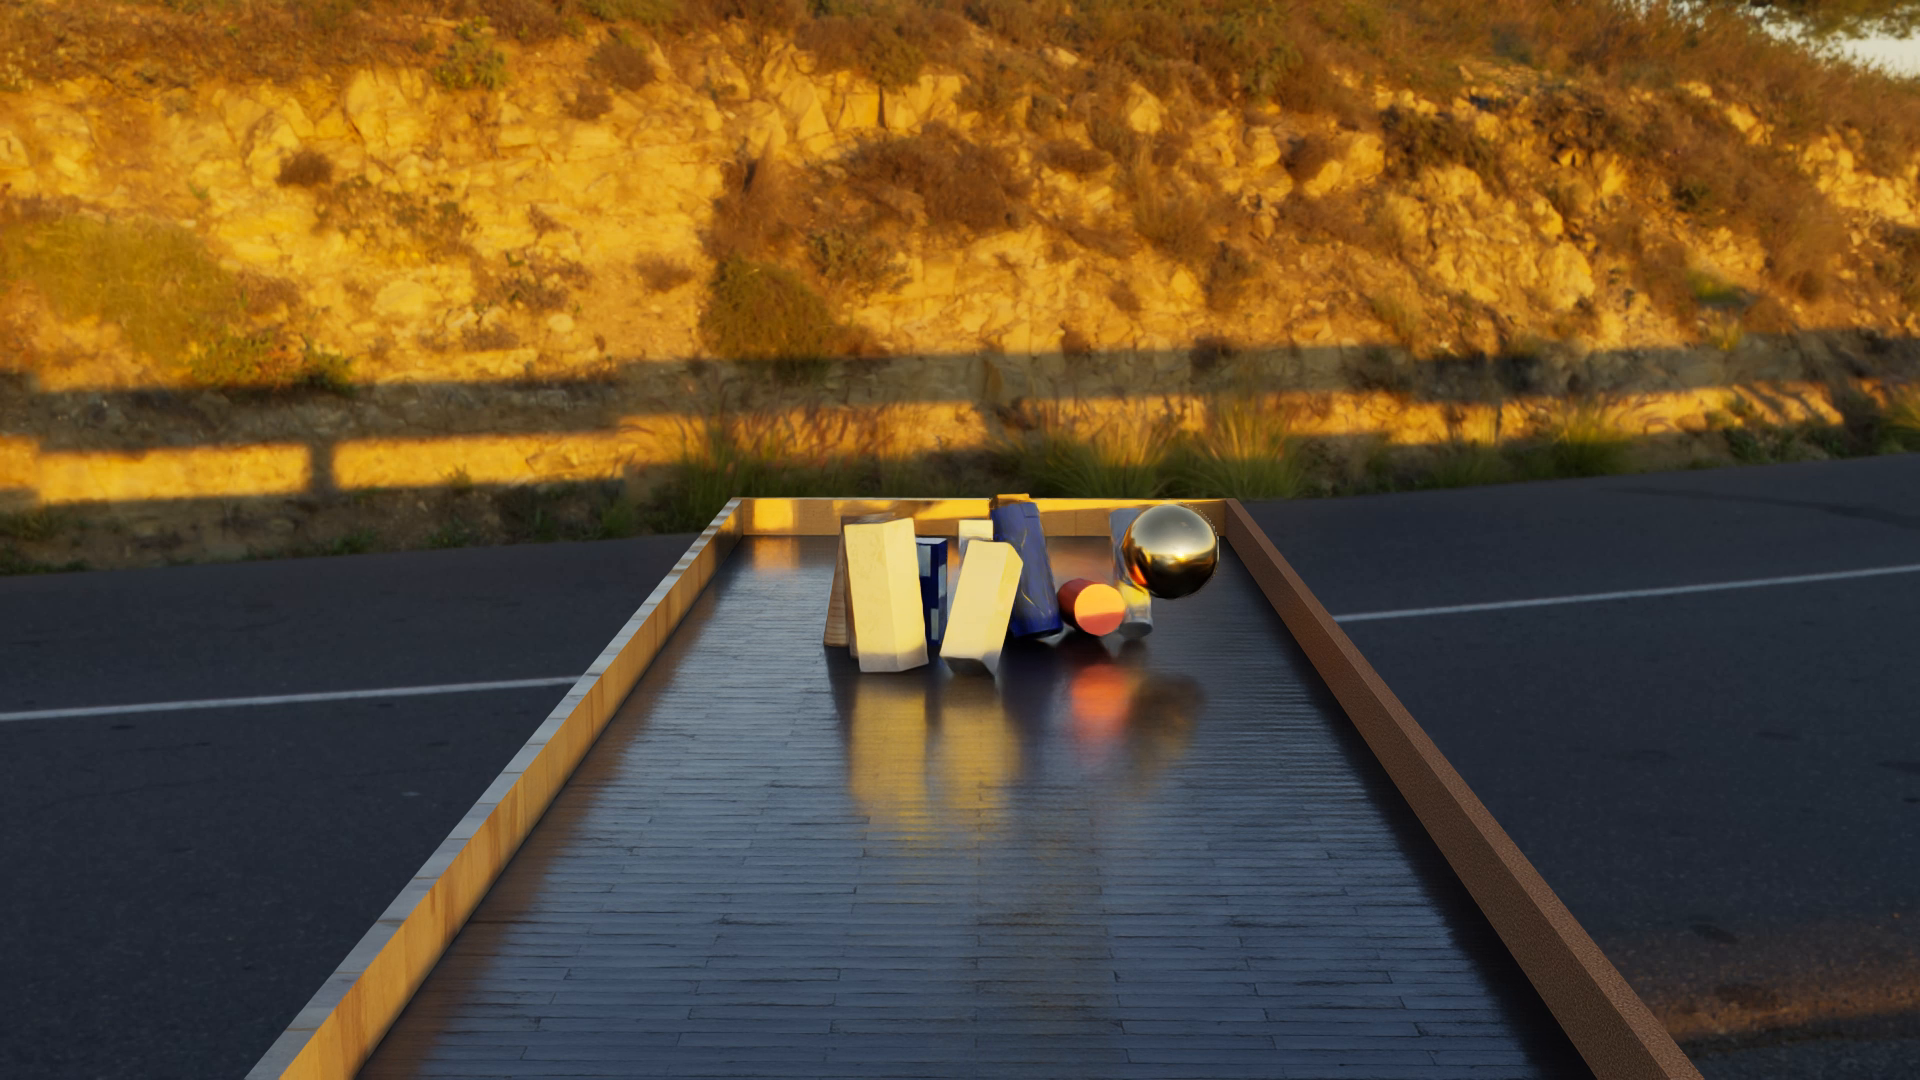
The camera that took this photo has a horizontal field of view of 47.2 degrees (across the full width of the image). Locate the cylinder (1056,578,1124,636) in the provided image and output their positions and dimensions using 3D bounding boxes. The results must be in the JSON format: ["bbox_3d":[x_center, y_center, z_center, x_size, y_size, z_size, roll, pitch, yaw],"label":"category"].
[{"bbox_3d":[0.412,0.212,7.027,0.161,0.161,0.329,-1,2,-8],"label":"cylinder"}]

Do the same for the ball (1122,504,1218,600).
[{"bbox_3d":[0.659,0.036,6.908,0.301,0.301,0.301,0,9,0],"label":"ball"}]

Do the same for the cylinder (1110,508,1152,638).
[{"bbox_3d":[0.549,0.104,7.071,0.111,0.419,0.111,-2,-30,-1],"label":"cylinder"}]

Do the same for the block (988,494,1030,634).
[{"bbox_3d":[0.183,0.077,7.105,0.108,0.436,0.108,-3,-13,-17],"label":"block"}]

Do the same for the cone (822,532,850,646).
[{"bbox_3d":[-0.366,0.128,6.930,0.138,0.399,0.138,0,9,0],"label":"cone"}]

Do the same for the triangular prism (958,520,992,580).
[{"bbox_3d":[0.043,0.150,6.698,0.100,0.419,0.087,1,0,-4],"label":"triangular prism"}]

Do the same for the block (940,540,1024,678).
[{"bbox_3d":[0.065,0.203,6.499,0.131,0.378,0.131,4,-25,23],"label":"block"}]

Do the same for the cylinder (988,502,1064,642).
[{"bbox_3d":[0.208,0.101,6.961,0.161,0.412,0.161,-11,-10,-2],"label":"cylinder"}]

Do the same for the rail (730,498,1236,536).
[{"bbox_3d":[0.099,-0.098,9.147,2.100,0.150,0.050,0,9,1],"label":"rail"}]

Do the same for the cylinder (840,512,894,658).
[{"bbox_3d":[-0.268,0.136,6.707,0.166,0.435,0.166,-4,3,0],"label":"cylinder"}]

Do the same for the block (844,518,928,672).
[{"bbox_3d":[-0.218,0.163,6.531,0.146,0.439,0.146,-3,6,37],"label":"block"}]

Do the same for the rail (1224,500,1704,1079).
[{"bbox_3d":[1.046,0.843,3.208,0.050,0.150,12.000,0,9,1],"label":"rail"}]

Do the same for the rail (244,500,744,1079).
[{"bbox_3d":[-1.004,0.839,3.234,0.050,0.150,12.000,0,9,1],"label":"rail"}]

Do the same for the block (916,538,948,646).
[{"bbox_3d":[-0.106,0.161,6.958,0.109,0.323,0.109,2,9,14],"label":"block"}]
